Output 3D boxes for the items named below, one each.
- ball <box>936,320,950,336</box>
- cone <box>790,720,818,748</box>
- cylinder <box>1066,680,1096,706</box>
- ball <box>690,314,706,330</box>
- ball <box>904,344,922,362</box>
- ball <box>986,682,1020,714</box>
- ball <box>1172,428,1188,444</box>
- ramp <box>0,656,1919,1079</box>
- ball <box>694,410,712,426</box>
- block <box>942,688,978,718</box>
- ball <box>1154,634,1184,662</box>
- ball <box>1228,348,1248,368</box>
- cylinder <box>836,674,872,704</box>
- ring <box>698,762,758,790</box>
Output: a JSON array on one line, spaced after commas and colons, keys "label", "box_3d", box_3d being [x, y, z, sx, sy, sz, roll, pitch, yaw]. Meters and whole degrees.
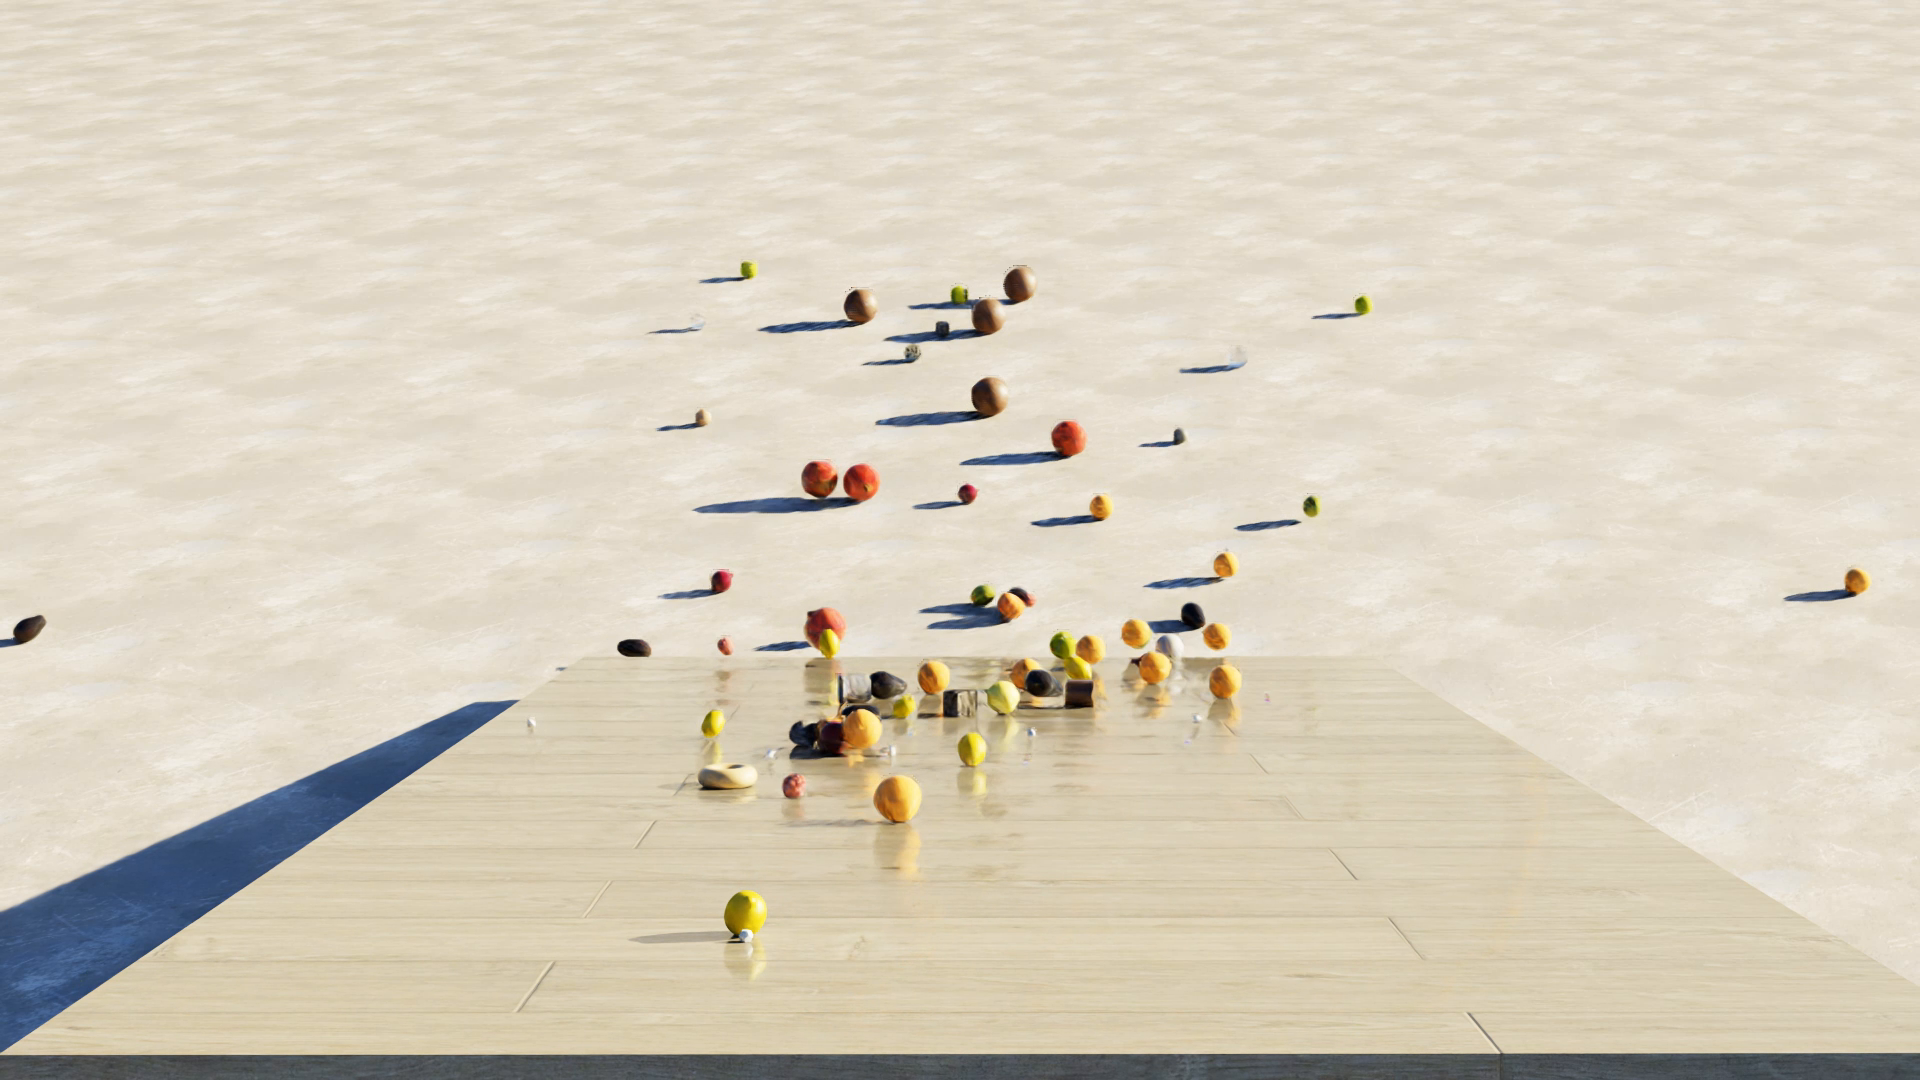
[{"label": "ball", "box_3d": [-0.064, -0.779, 9.446, 0.054, 0.054, 0.054, 0, 21, 0]}, {"label": "cone", "box_3d": [-0.284, 0.374, 4.799, 0.057, 0.057, 0.057, -7, 32, -18]}, {"label": "cylinder", "box_3d": [0.256, 0.324, 5.440, 0.057, 0.057, 0.057, -1, 21, 13]}, {"label": "ball", "box_3d": [-0.972, -0.807, 9.512, 0.060, 0.060, 0.060, 0, 21, 0]}, {"label": "ball", "box_3d": [-0.168, -0.667, 9.152, 0.062, 0.062, 0.062, 0, 21, 0]}, {"label": "ball", "box_3d": [0.089, 0.326, 5.319, 0.067, 0.067, 0.067, 0, 21, 0]}, {"label": "ball", "box_3d": [0.715, -0.338, 8.331, 0.050, 0.050, 0.050, 0, 21, 0]}, {"label": "ramp", "box_3d": [0.050, 0.451, 4.532, 2.000, 0.100, 4.000, 0, 3, 0]}, {"label": "ball", "box_3d": [-0.849, -0.404, 8.493, 0.054, 0.054, 0.054, 0, 21, 0]}, {"label": "block", "box_3d": [0.000, 0.335, 5.283, 0.052, 0.052, 0.052, -2, 4, -38]}, {"label": "ball", "box_3d": [0.519, 0.268, 6.385, 0.070, 0.070, 0.070, 0, 21, 0]}, {"label": "ball", "box_3d": [0.980, -0.643, 9.078, 0.072, 0.072, 0.072, 0, 21, 0]}, {"label": "cylinder", "box_3d": [-0.227, 0.318, 5.514, 0.061, 0.061, 0.061, -1, 21, -17]}, {"label": "ring", "box_3d": [-0.390, 0.396, 4.313, 0.101, 0.034, 0.101, -1, 4, 0]}]
